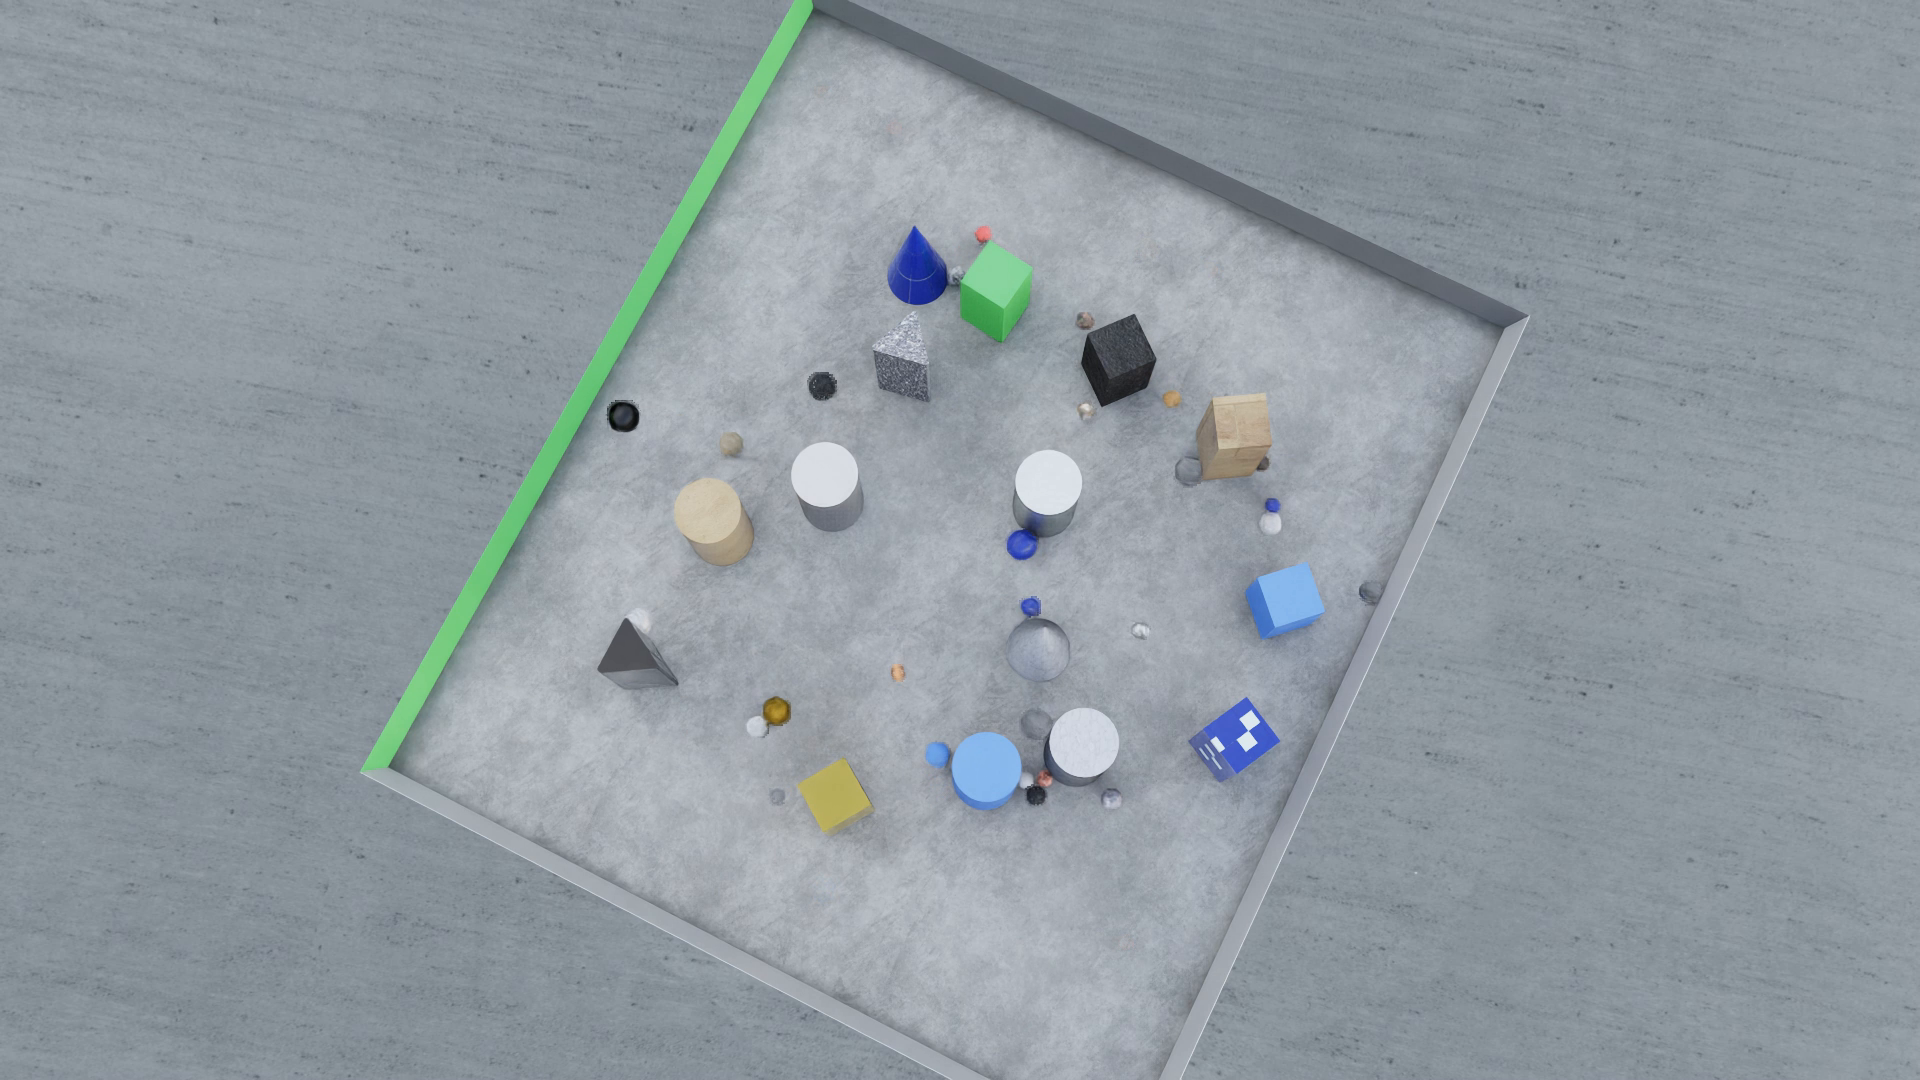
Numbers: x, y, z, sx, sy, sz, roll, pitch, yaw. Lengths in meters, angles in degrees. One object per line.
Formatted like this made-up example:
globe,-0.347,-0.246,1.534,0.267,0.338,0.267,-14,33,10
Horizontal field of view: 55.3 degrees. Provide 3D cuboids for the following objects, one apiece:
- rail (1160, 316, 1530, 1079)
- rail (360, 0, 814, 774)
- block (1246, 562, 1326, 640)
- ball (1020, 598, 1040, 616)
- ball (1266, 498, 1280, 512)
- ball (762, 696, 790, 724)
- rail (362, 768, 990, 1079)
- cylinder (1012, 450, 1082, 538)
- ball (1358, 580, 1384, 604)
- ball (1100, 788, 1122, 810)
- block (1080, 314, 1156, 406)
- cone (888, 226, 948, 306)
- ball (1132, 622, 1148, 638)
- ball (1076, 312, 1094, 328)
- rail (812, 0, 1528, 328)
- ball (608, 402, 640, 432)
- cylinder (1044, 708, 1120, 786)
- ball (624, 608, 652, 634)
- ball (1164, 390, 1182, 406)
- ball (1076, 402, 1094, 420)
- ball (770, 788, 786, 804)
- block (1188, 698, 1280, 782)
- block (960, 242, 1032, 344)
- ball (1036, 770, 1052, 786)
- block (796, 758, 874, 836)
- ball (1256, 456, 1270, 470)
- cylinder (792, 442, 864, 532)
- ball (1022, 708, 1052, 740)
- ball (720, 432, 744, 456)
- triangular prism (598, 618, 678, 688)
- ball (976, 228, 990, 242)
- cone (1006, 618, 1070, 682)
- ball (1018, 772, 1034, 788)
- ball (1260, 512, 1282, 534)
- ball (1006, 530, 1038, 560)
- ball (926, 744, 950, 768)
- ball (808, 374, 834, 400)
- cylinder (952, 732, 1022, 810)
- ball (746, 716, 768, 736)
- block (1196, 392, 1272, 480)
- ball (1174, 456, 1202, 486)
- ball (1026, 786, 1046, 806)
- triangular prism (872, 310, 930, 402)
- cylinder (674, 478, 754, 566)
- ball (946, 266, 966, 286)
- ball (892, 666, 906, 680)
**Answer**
rail,1.102,0.546,5.438,0.045,0.126,2.817,26,80,5
rail,-1.102,-0.533,5.661,0.045,0.126,2.817,26,80,5
block,0.965,0.183,5.456,0.155,0.241,0.155,-17,79,-3
ball,0.213,0.202,5.546,0.056,0.056,0.056,0,78,0
ball,0.959,-0.108,5.615,0.046,0.046,0.046,0,78,0
ball,-0.549,0.509,5.469,0.083,0.083,0.083,0,78,0
rail,-0.619,1.220,5.299,2.511,0.126,0.045,26,80,5
cylinder,0.258,-0.135,5.479,0.194,0.323,0.194,0,78,0
ball,1.245,0.157,5.546,0.075,0.075,0.075,0,78,0
ball,0.449,0.766,5.425,0.064,0.064,0.064,0,78,0
block,0.480,-0.544,5.576,0.155,0.299,0.155,-23,79,-5
cone,-0.133,-0.878,5.576,0.194,0.435,0.194,0,78,0
ball,0.542,0.271,5.534,0.052,0.052,0.052,0,78,0
ball,0.391,-0.688,5.731,0.054,0.054,0.054,0,78,0
rail,0.619,-1.206,5.801,2.511,0.126,0.045,26,80,5
ball,-1.035,-0.379,5.645,0.097,0.097,0.097,0,78,0
cylinder,0.347,0.603,5.296,0.194,0.383,0.194,0,78,0
ball,-0.970,0.249,5.523,0.082,0.082,0.082,0,78,0
ball,0.658,-0.440,5.679,0.055,0.055,0.055,0,78,0
ball,0.388,-0.398,5.671,0.054,0.054,0.054,0,78,0
ball,-0.540,0.760,5.435,0.047,0.047,0.047,0,78,0
block,0.791,0.583,5.317,0.155,0.351,0.155,-35,81,-7
block,0.110,-0.755,5.604,0.155,0.331,0.155,33,80,6
ball,0.250,0.709,5.446,0.047,0.047,0.047,0,78,0
block,-0.357,0.748,5.321,0.155,0.276,0.155,-30,80,-6
ball,0.928,-0.238,5.640,0.050,0.050,0.050,0,78,0
cylinder,-0.392,-0.154,5.471,0.194,0.348,0.194,0,78,0
ball,0.228,0.548,5.455,0.094,0.094,0.094,0,78,0
ball,-0.704,-0.297,5.641,0.073,0.073,0.073,0,78,0
triangular prism,-0.937,0.331,5.346,0.168,0.396,0.145,-4,78,-1
ball,0.073,-0.965,5.792,0.047,0.047,0.047,0,78,0
cone,0.237,0.288,5.331,0.194,0.443,0.194,0,78,0
ball,0.195,0.714,5.443,0.050,0.050,0.050,0,78,0
ball,0.949,-0.050,5.592,0.068,0.068,0.068,0,78,0
ball,0.188,0.015,5.566,0.093,0.093,0.093,0,78,0
ball,-0.067,0.640,5.447,0.072,0.072,0.072,0,78,0
ball,-0.428,-0.474,5.673,0.081,0.081,0.081,0,78,0
cylinder,0.074,0.669,5.280,0.194,0.387,0.194,0,78,0
ball,-0.605,0.557,5.470,0.062,0.062,0.062,0,78,0
block,0.816,-0.305,5.484,0.155,0.384,0.155,-5,78,-1
ball,0.700,-0.211,5.615,0.088,0.088,0.088,0,78,0
ball,0.226,0.758,5.430,0.059,0.059,0.059,0,78,0
triangular prism,-0.153,-0.562,5.531,0.168,0.395,0.145,17,79,3
cylinder,-0.728,-0.050,5.451,0.194,0.345,0.194,0,78,0
ball,-0.012,-0.831,5.757,0.061,0.061,0.061,0,78,0
ball,-0.186,0.399,5.512,0.044,0.044,0.044,0,78,0
